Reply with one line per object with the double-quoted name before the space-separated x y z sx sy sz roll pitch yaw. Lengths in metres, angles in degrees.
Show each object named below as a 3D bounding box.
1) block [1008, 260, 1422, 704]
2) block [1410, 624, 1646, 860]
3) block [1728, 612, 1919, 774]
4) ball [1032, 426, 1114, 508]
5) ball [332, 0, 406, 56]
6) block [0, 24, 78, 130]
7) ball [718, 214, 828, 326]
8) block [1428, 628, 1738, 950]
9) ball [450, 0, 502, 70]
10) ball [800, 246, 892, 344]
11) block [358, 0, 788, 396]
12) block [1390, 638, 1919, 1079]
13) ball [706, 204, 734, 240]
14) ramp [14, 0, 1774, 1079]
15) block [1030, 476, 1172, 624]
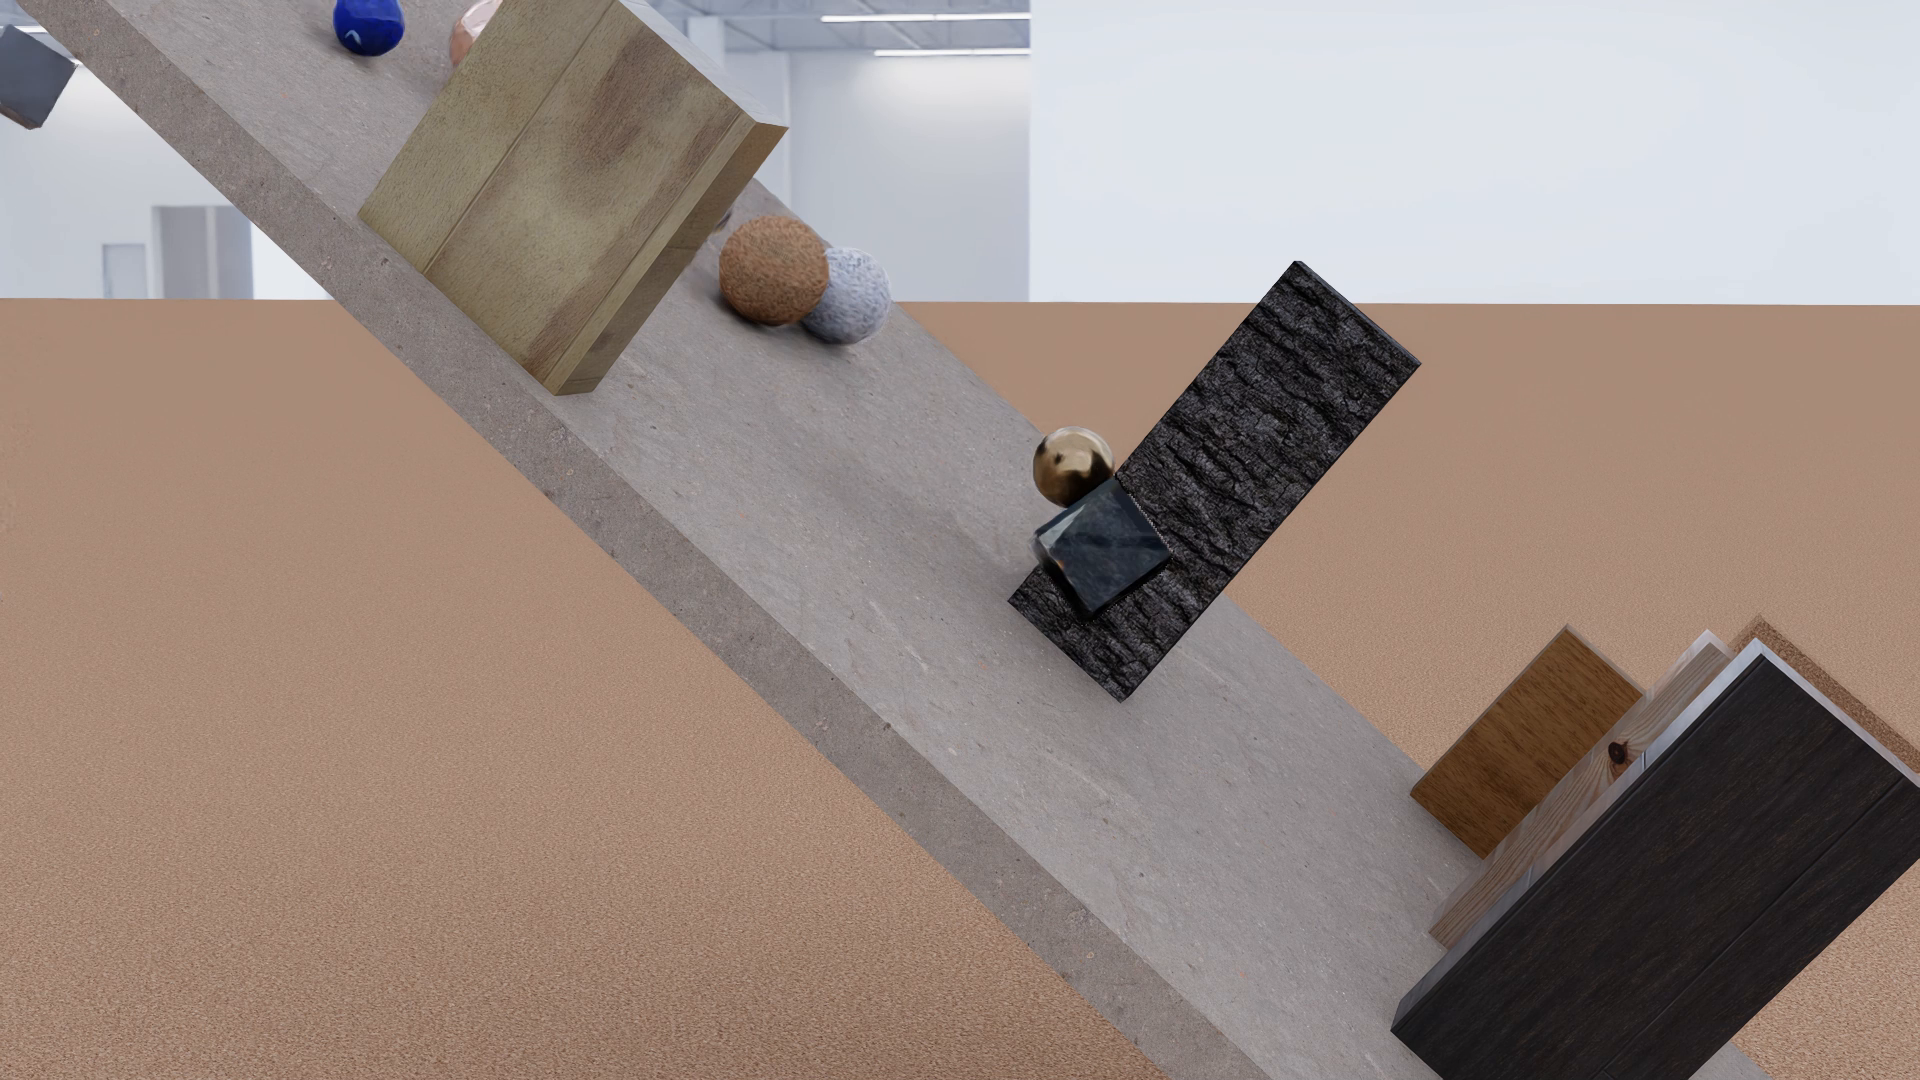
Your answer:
"block" 0.426 -0.094 3.749 0.265 0.766 0.086 42 16 9
"block" 1.253 0.494 4.523 0.432 0.475 0.080 42 16 9
"block" 1.398 0.551 4.167 0.387 0.766 0.093 42 16 9
"ball" 0.199 -0.127 3.859 0.145 0.145 0.145 0 7 0
"ball" -1.038 -0.912 3.861 0.124 0.124 0.124 0 7 0
"block" -1.862 -0.915 4.355 0.143 0.143 0.143 32 -10 -31
"ball" -0.351 -0.508 4.144 0.208 0.208 0.208 0 7 0
"block" 1.205 0.548 3.853 0.368 0.710 0.143 42 16 9
"ball" -0.862 -0.922 4.146 0.197 0.197 0.197 0 7 0
"ball" -0.232 -0.485 4.370 0.195 0.195 0.195 0 7 0
"block" -0.570 -0.539 3.216 0.414 0.503 0.123 42 16 9
"block" 1.057 0.568 3.314 0.354 0.800 0.146 42 16 9
"ball" -0.518 -0.658 4.263 0.160 0.160 0.160 0 7 0
"ramp" 0.009 0.038 4.036 4.000 0.100 2.000 42 16 9
"block" 0.225 0.018 3.557 0.156 0.156 0.156 -35 -7 -7
